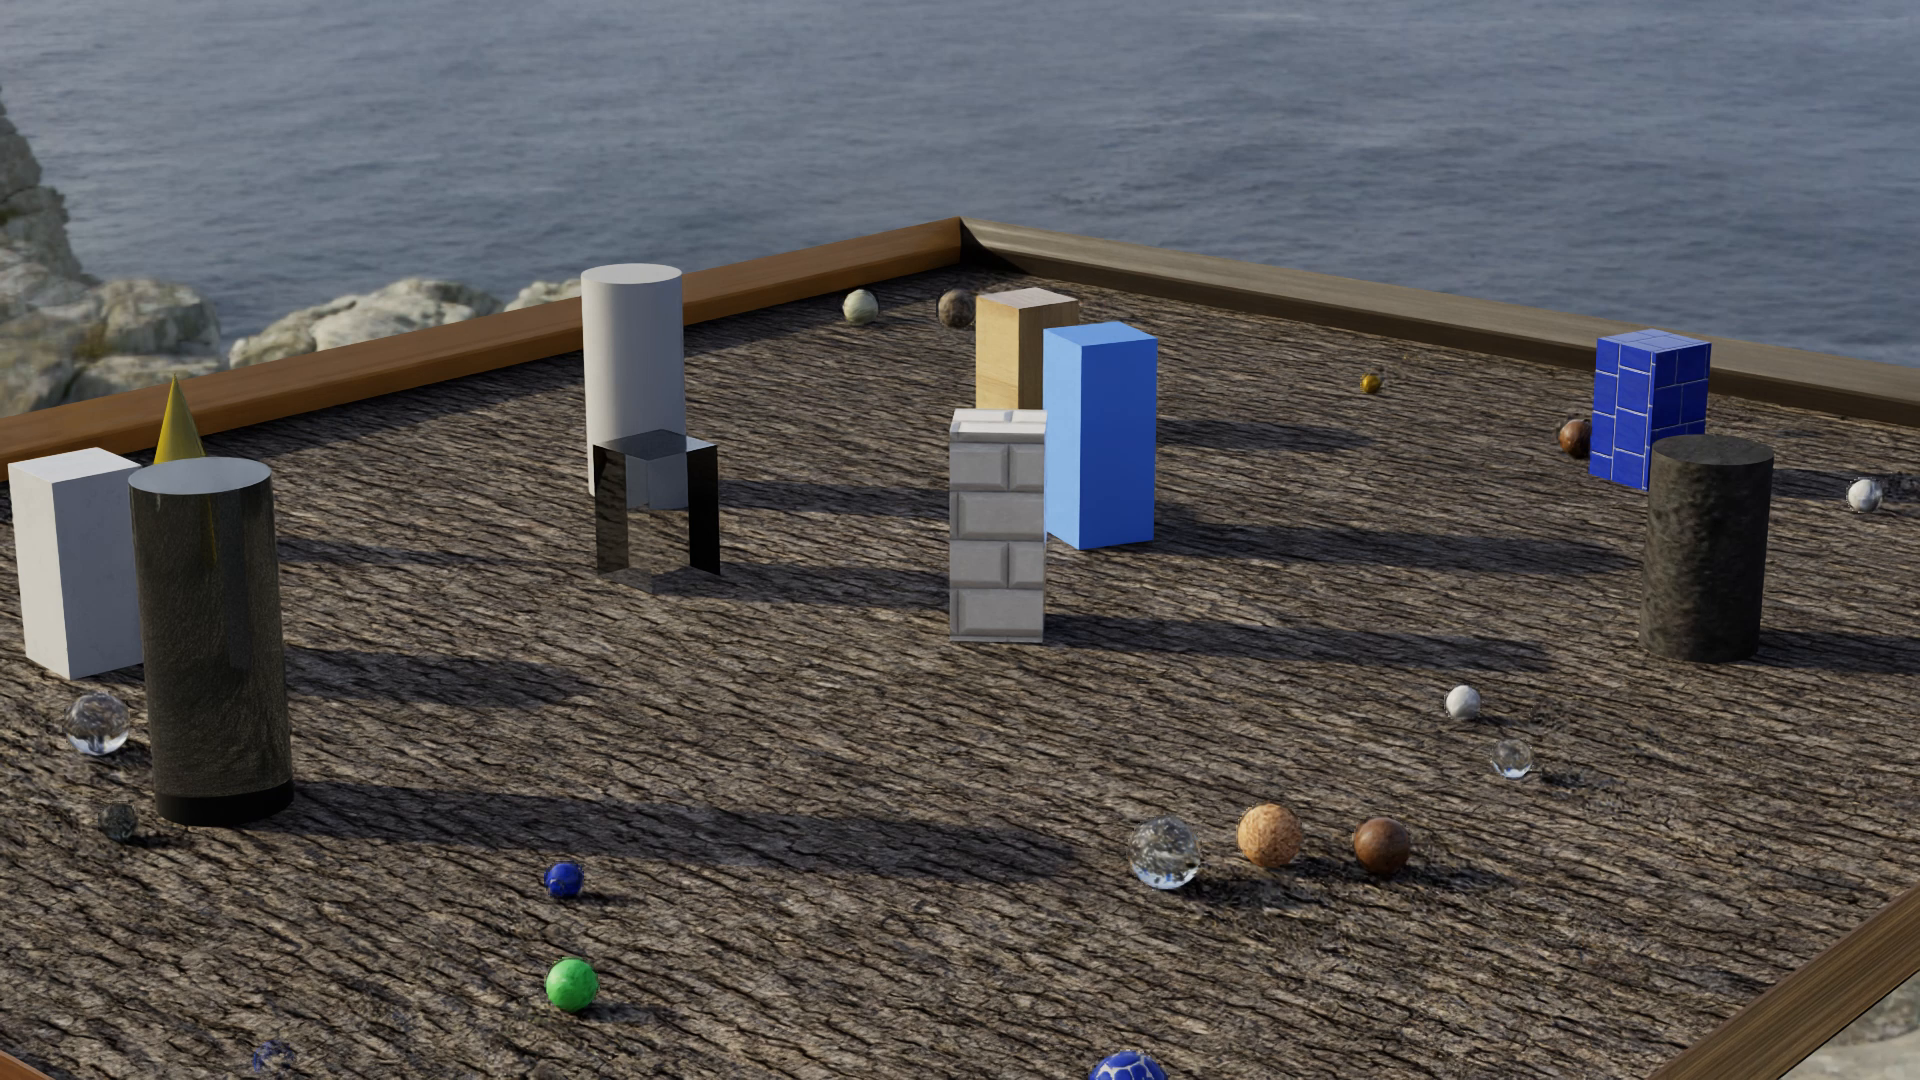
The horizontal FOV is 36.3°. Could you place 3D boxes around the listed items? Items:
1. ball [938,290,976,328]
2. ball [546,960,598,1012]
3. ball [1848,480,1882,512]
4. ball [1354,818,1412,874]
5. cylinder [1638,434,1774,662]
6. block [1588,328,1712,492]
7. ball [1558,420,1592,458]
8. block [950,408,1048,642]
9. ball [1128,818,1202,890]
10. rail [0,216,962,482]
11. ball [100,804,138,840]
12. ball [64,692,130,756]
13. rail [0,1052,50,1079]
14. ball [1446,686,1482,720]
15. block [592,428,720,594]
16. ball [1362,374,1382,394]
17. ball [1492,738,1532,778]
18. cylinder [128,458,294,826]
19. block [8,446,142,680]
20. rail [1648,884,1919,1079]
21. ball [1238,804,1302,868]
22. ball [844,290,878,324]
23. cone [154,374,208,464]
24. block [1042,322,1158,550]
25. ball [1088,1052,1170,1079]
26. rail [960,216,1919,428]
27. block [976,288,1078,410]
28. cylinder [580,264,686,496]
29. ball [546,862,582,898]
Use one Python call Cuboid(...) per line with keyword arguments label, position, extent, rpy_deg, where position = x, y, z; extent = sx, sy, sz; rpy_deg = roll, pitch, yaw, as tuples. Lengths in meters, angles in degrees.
Cuboid(label="ball", position=(-0.007, -0.564, 7.151), extent=(0.095, 0.095, 0.095), rpy_deg=(0, 17, 0))
Cuboid(label="ball", position=(-0.470, 0.539, 3.551), extent=(0.062, 0.062, 0.062), rpy_deg=(0, 17, 0))
Cuboid(label="ball", position=(1.735, -0.085, 5.618), extent=(0.063, 0.063, 0.063), rpy_deg=(0, 17, 0))
Cuboid(label="ball", position=(0.568, 0.412, 3.947), extent=(0.077, 0.077, 0.077), rpy_deg=(0, 17, 0))
Cuboid(label="cylinder", position=(1.227, 0.013, 4.826), extent=(0.194, 0.334, 0.194), rpy_deg=(0, 17, 0))
Cuboid(label="block", position=(1.370, -0.260, 5.827), extent=(0.155, 0.278, 0.155), rpy_deg=(-11, 20, -33))
Cuboid(label="ball", position=(1.266, -0.208, 6.000), extent=(0.078, 0.078, 0.078), rpy_deg=(0, 17, 0))
Cuboid(label="block", position=(0.065, -0.025, 4.907), extent=(0.155, 0.360, 0.155), rpy_deg=(1, 17, 3))
Cuboid(label="ball", position=(0.273, 0.417, 3.898), extent=(0.096, 0.096, 0.096), rpy_deg=(0, 17, 0))
Cuboid(label="rail", position=(-1.429, -0.327, 6.308), extent=(0.045, 0.126, 4.408), rpy_deg=(14, 22, 39))
Cuboid(label="ball", position=(-1.165, 0.391, 4.062), extent=(0.051, 0.051, 0.051), rpy_deg=(0, 17, 0))
Cuboid(label="ball", position=(-1.287, 0.274, 4.374), extent=(0.095, 0.095, 0.095), rpy_deg=(0, 17, 0))
Cuboid(label="rail", position=(-1.429, 0.507, 3.544), extent=(3.832, 0.126, 0.045), rpy_deg=(14, 22, 39))
Cuboid(label="ball", position=(0.777, 0.251, 4.522), extent=(0.053, 0.053, 0.053), rpy_deg=(0, 17, 0))
Cuboid(label="block", position=(-0.537, -0.052, 5.199), extent=(0.155, 0.243, 0.155), rpy_deg=(-16, 23, -42))
Cuboid(label="ball", position=(0.914, -0.346, 6.516), extent=(0.044, 0.044, 0.044), rpy_deg=(0, 17, 0))
Cuboid(label="ball", position=(0.808, 0.320, 4.286), extent=(0.058, 0.058, 0.058), rpy_deg=(0, 17, 0))
Cuboid(label="cylinder", position=(-1.054, 0.142, 4.136), extent=(0.194, 0.485, 0.194), rpy_deg=(0, 17, 0))
Cuboid(label="block", position=(-1.422, 0.036, 4.758), extent=(0.155, 0.329, 0.155), rpy_deg=(-15, 22, -40))
Cuboid(label="rail", position=(1.429, 0.390, 3.933), extent=(0.045, 0.126, 4.408), rpy_deg=(14, 22, 39))
Cuboid(label="ball", position=(0.420, 0.401, 3.970), extent=(0.086, 0.086, 0.086), rpy_deg=(0, 17, 0))
Cuboid(label="ball", position=(-0.243, -0.570, 7.189), extent=(0.086, 0.086, 0.086), rpy_deg=(0, 17, 0))
Cuboid(label="cone", position=(-1.426, -0.148, 5.370), extent=(0.194, 0.327, 0.194), rpy_deg=(0, 17, 0))
Cuboid(label="block", position=(0.257, -0.195, 5.428), extent=(0.155, 0.384, 0.155), rpy_deg=(-7, 18, -23))
Cuboid(label="ball", position=(0.187, 0.615, 3.242), extent=(0.097, 0.097, 0.097), rpy_deg=(0, 17, 0))
Cuboid(label="rail", position=(1.429, -0.444, 6.696), extent=(3.832, 0.126, 0.045), rpy_deg=(14, 22, 39))
Cuboid(label="block", position=(0.142, -0.377, 6.214), extent=(0.155, 0.278, 0.155), rpy_deg=(-11, 20, -33))
Cuboid(label="cylinder", position=(-0.634, -0.307, 5.718), extent=(0.194, 0.432, 0.194), rpy_deg=(0, 17, 0))
Cuboid(label="ball", position=(-0.523, 0.450, 3.874), extent=(0.047, 0.047, 0.047), rpy_deg=(0, 17, 0))
